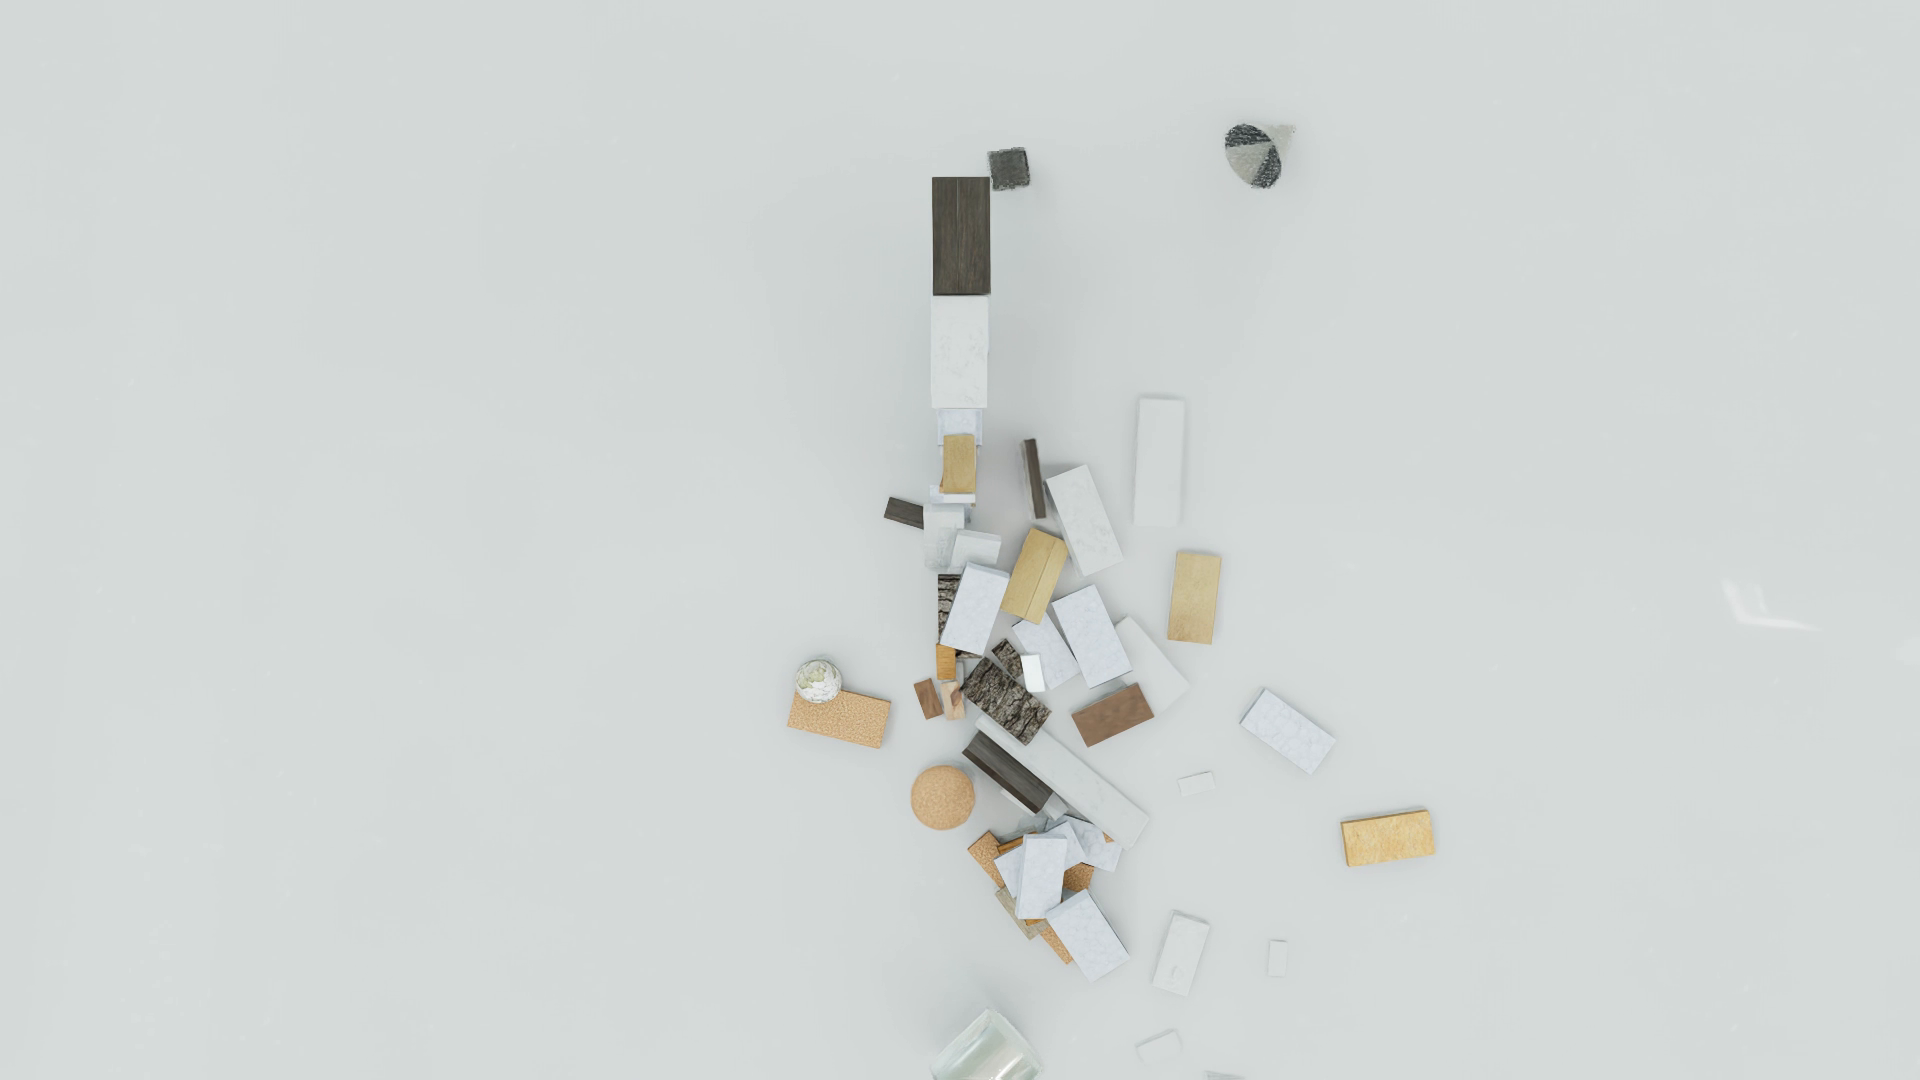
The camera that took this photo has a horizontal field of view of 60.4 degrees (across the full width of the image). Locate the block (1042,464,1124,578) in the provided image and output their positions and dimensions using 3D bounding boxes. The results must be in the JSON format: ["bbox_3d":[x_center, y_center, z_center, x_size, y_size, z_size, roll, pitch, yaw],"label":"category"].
[{"bbox_3d":[0.407,-0.063,5.456,0.155,0.044,0.342,-22,90,-17],"label":"block"}]

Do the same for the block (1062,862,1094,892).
[{"bbox_3d":[0.342,1.103,5.486,0.191,0.027,0.095,18,90,0],"label":"block"}]

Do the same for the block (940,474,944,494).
[{"bbox_3d":[-0.021,-0.186,5.252,0.073,0.146,0.021,3,115,6],"label":"block"}]

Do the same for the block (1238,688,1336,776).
[{"bbox_3d":[1.087,0.637,5.480,0.288,0.041,0.144,36,90,0],"label":"block"}]

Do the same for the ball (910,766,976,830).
[{"bbox_3d":[-0.056,0.844,5.394,0.211,0.211,0.211,0,90,0],"label":"ball"}]

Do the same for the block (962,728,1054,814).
[{"bbox_3d":[0.174,0.739,5.435,0.316,0.045,0.158,40,54,0],"label":"block"}]

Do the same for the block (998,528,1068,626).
[{"bbox_3d":[0.248,0.121,5.458,0.145,0.041,0.290,22,81,0],"label":"block"}]

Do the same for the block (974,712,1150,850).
[{"bbox_3d":[0.338,0.766,5.446,0.650,0.037,0.131,40,54,0],"label":"block"}]

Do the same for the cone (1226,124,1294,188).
[{"bbox_3d":[1.036,-1.320,5.449,0.226,0.226,0.226,-39,90,-27],"label":"cone"}]

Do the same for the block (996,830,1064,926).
[{"bbox_3d":[0.235,1.114,5.431,0.138,0.039,0.275,-21,88,-7],"label":"block"}]

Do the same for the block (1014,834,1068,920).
[{"bbox_3d":[0.263,1.091,5.348,0.138,0.039,0.275,3,101,-15],"label":"block"}]

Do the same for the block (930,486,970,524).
[{"bbox_3d":[-0.030,-0.116,5.370,0.131,0.261,0.037,0,71,0],"label":"block"}]

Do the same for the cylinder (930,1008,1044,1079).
[{"bbox_3d":[0.085,1.715,5.369,0.263,0.263,0.263,-43,90,0],"label":"cylinder"}]

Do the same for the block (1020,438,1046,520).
[{"bbox_3d":[0.241,-0.199,5.434,0.037,0.131,0.261,-8,90,-4],"label":"block"}]

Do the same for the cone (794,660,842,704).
[{"bbox_3d":[-0.460,0.431,5.393,0.157,0.157,0.157,3,62,-6],"label":"cone"}]

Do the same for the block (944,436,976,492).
[{"bbox_3d":[-0.003,-0.236,5.094,0.097,0.027,0.193,0,59,0],"label":"block"}]

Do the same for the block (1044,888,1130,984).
[{"bbox_3d":[0.420,1.299,5.406,0.158,0.045,0.316,-32,118,0],"label":"block"}]

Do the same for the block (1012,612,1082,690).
[{"bbox_3d":[0.288,0.361,5.483,0.123,0.035,0.246,-32,90,0],"label":"block"}]

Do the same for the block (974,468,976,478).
[{"bbox_3d":[-0.001,-0.236,5.330,0.107,0.213,0.030,1,46,-1],"label":"block"}]

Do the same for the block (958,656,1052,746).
[{"bbox_3d":[0.149,0.531,5.441,0.288,0.041,0.144,39,54,0],"label":"block"}]

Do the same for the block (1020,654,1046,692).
[{"bbox_3d":[0.244,0.441,5.463,0.063,0.018,0.125,-7,100,22],"label":"block"}]

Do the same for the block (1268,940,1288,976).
[{"bbox_3d":[1.057,1.393,5.492,0.057,0.016,0.113,5,90,0],"label":"block"}]

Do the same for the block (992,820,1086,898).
[{"bbox_3d":[0.261,1.044,5.400,0.275,0.039,0.138,-27,89,-8],"label":"block"}]

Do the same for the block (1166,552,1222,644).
[{"bbox_3d":[0.777,0.194,5.479,0.146,0.041,0.292,7,90,0],"label":"block"}]

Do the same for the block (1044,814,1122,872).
[{"bbox_3d":[0.406,0.999,5.481,0.262,0.037,0.131,18,90,0],"label":"block"}]

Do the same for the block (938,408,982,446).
[{"bbox_3d":[-0.001,-0.436,5.204,0.138,0.039,0.276,0,90,0],"label":"block"}]

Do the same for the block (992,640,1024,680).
[{"bbox_3d":[0.167,0.397,5.491,0.063,0.018,0.125,-39,90,0],"label":"block"}]

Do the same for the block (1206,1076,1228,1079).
[{"bbox_3d":[0.868,1.926,5.481,0.131,0.037,0.262,9,90,0],"label":"block"}]

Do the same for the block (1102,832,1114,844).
[{"bbox_3d":[0.496,0.942,5.463,0.057,0.016,0.113,-9,65,-14],"label":"block"}]

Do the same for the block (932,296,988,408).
[{"bbox_3d":[-0.001,-0.500,4.408,0.148,0.042,0.295,0,90,0],"label":"block"}]

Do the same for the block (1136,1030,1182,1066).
[{"bbox_3d":[0.662,1.692,5.490,0.136,0.019,0.068,-23,90,0],"label":"block"}]

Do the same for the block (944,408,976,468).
[{"bbox_3d":[0.001,-0.320,5.170,0.097,0.027,0.194,0,90,0],"label":"block"}]

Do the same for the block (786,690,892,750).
[{"bbox_3d":[-0.401,0.578,5.478,0.316,0.045,0.158,14,90,0],"label":"block"}]

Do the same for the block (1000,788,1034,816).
[{"bbox_3d":[0.192,0.865,5.466,0.136,0.068,0.019,37,90,0],"label":"block"}]

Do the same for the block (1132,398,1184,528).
[{"bbox_3d":[0.659,-0.255,5.479,0.146,0.041,0.418,3,90,0],"label":"block"}]

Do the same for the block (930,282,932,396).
[{"bbox_3d":[-0.003,-0.578,4.747,0.162,0.046,0.323,0,90,0],"label":"block"}]

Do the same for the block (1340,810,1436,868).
[{"bbox_3d":[1.421,0.991,5.480,0.288,0.041,0.144,-9,90,0],"label":"block"}]

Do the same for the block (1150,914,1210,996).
[{"bbox_3d":[0.732,1.378,5.483,0.123,0.035,0.246,18,90,0],"label":"block"}]

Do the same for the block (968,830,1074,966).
[{"bbox_3d":[0.226,1.190,5.486,0.095,0.027,0.505,-41,90,0],"label":"block"}]

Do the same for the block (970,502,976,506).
[{"bbox_3d":[-0.001,-0.197,5.414,0.107,0.213,0.030,0,45,0],"label":"block"}]

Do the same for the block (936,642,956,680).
[{"bbox_3d":[-0.047,0.401,5.452,0.063,0.018,0.125,-2,110,1],"label":"block"}]

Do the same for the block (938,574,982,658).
[{"bbox_3d":[0.001,0.252,5.422,0.145,0.041,0.290,0,114,0],"label":"block"}]

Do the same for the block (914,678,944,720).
[{"bbox_3d":[-0.105,0.529,5.491,0.063,0.018,0.126,-20,90,0],"label":"block"}]

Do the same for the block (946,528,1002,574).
[{"bbox_3d":[0.034,0.106,5.402,0.145,0.041,0.290,10,120,-6],"label":"block"}]

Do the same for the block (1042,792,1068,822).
[{"bbox_3d":[0.290,0.861,5.460,0.068,0.019,0.136,-32,76,-34],"label":"block"}]

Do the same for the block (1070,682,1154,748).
[{"bbox_3d":[0.505,0.579,5.458,0.246,0.035,0.123,-26,93,10],"label":"block"}]

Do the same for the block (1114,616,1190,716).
[{"bbox_3d":[0.603,0.418,5.478,0.155,0.044,0.310,-41,90,0],"label":"block"}]

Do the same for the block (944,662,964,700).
[{"bbox_3d":[-0.020,0.473,5.491,0.063,0.018,0.126,-1,90,0],"label":"block"}]

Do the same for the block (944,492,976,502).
[{"bbox_3d":[-0.002,-0.194,5.163,0.097,0.265,0.027,0,121,0],"label":"block"}]

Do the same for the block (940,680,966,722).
[{"bbox_3d":[-0.024,0.533,5.473,0.063,0.018,0.126,-11,90,0],"label":"block"}]

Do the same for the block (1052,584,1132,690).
[{"bbox_3d":[0.436,0.319,5.440,0.155,0.044,0.310,-24,78,4],"label":"block"}]

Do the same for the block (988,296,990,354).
[{"bbox_3d":[0.001,-0.756,5.118,0.178,0.050,0.356,0,90,0],"label":"block"}]

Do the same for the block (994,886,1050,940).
[{"bbox_3d":[0.210,1.220,5.459,0.095,0.027,0.191,-37,90,0],"label":"block"}]

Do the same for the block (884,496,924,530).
[{"bbox_3d":[-0.175,-0.088,5.490,0.146,0.021,0.073,17,90,0],"label":"block"}]

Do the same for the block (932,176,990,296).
[{"bbox_3d":[0.004,-0.809,4.394,0.154,0.044,0.309,0,90,0],"label":"block"}]

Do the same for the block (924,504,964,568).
[{"bbox_3d":[-0.052,-0.013,5.392,0.131,0.261,0.037,0,47,0],"label":"block"}]

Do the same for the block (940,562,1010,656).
[{"bbox_3d":[0.046,0.224,5.364,0.146,0.041,0.292,16,113,-7],"label":"block"}]

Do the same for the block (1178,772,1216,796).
[{"bbox_3d":[0.788,0.812,5.492,0.113,0.016,0.057,-14,90,0],"label":"block"}]
